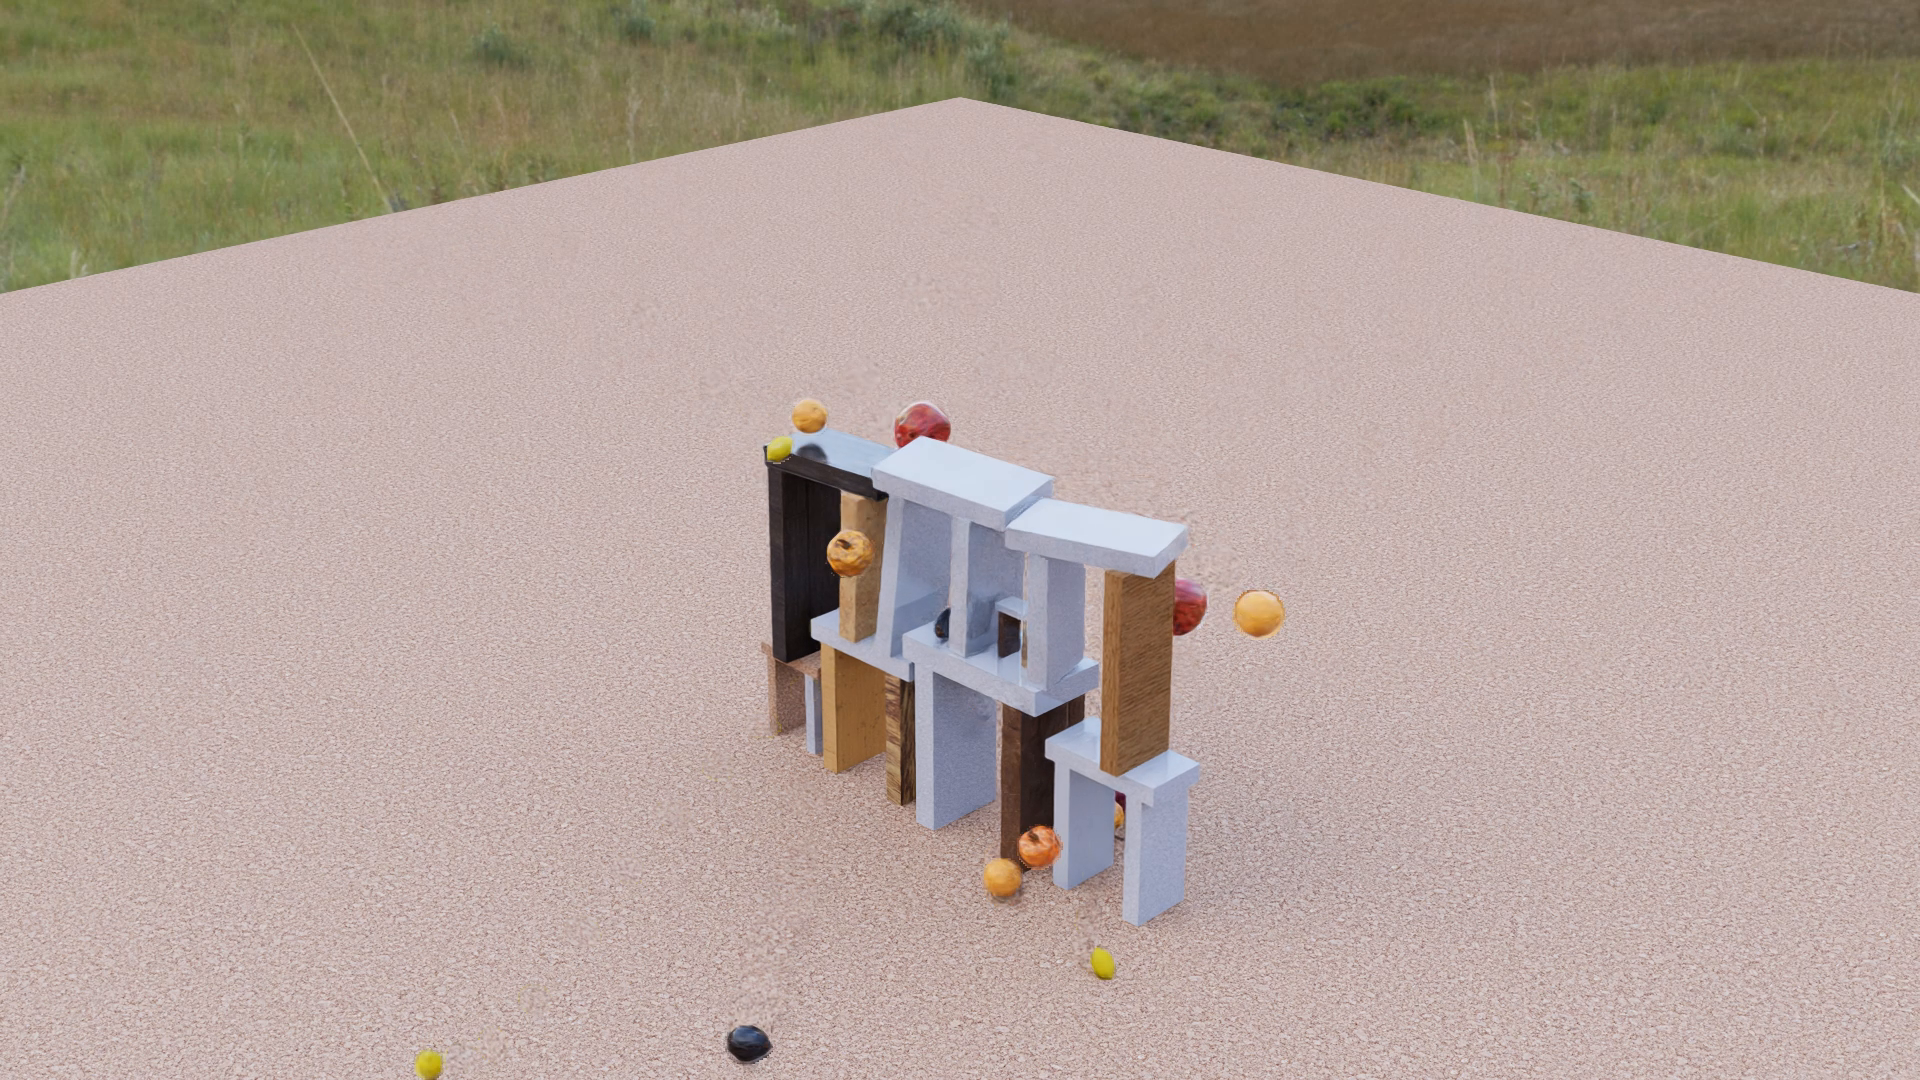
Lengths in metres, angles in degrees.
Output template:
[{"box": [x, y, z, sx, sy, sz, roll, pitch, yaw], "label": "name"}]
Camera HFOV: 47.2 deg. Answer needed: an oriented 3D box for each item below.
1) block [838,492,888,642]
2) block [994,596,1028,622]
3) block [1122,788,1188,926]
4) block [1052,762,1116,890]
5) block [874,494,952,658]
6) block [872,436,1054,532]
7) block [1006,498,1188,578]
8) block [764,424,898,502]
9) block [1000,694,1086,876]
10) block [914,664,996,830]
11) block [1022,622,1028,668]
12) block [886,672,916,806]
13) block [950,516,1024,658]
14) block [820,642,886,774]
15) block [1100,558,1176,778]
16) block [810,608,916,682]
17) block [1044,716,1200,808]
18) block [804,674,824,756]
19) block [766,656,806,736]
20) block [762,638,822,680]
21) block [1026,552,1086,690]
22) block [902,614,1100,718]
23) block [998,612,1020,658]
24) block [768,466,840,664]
[{"box": [-0.171, 0.037, 4.421, 0.044, 0.311, 0.156, 22, 31, 36], "label": "block"}, {"box": [0.116, 0.132, 4.151, 0.047, 0.013, 0.095, -21, 31, -41], "label": "block"}, {"box": [0.362, 0.571, 4.075, 0.132, 0.265, 0.037, -22, 31, -40], "label": "block"}, {"box": [0.238, 0.523, 4.190, 0.132, 0.265, 0.037, -22, 31, -40], "label": "block"}, {"box": [-0.082, 0.037, 4.329, 0.154, 0.381, 0.044, -22, 39, -41], "label": "block"}, {"box": [0.004, -0.107, 4.100, 0.308, 0.044, 0.154, 19, 37, 32], "label": "block"}, {"box": [0.244, -0.006, 3.931, 0.291, 0.041, 0.145, 12, 28, 26], "label": "block"}, {"box": [-0.228, -0.157, 4.420, 0.311, 0.044, 0.156, 18, 29, 37], "label": "block"}, {"box": [0.160, 0.452, 4.242, 0.178, 0.355, 0.050, -21, 31, -40], "label": "block"}, {"box": [-0.007, 0.386, 4.396, 0.050, 0.356, 0.178, 21, 31, 41], "label": "block"}, {"box": [0.138, 0.190, 4.151, 0.047, 0.094, 0.013, -21, 31, -41], "label": "block"}, {"box": [-0.083, 0.383, 4.486, 0.146, 0.292, 0.041, -21, 31, -41], "label": "block"}, {"box": [0.053, 0.060, 4.161, 0.154, 0.308, 0.044, -28, 44, -36], "label": "block"}, {"box": [-0.221, 0.329, 4.612, 0.146, 0.292, 0.041, -21, 31, -41], "label": "block"}, {"box": [0.319, 0.222, 3.959, 0.041, 0.394, 0.145, 21, 31, 40], "label": "block"}, {"box": [-0.152, 0.203, 4.484, 0.146, 0.041, 0.292, -21, 31, -41], "label": "block"}, {"box": [0.299, 0.408, 4.073, 0.265, 0.037, 0.132, 21, 31, 41], "label": "block"}, {"box": [-0.285, 0.357, 4.684, 0.092, 0.185, 0.026, -21, 31, -41], "label": "block"}, {"box": [-0.371, 0.323, 4.764, 0.092, 0.184, 0.026, -21, 31, -41], "label": "block"}, {"box": [-0.328, 0.243, 4.683, 0.092, 0.026, 0.184, -21, 31, -40], "label": "block"}, {"box": [0.179, 0.117, 4.066, 0.041, 0.291, 0.145, 14, 29, 28], "label": "block"}, {"box": [0.076, 0.232, 4.240, 0.178, 0.050, 0.355, -21, 31, -41], "label": "block"}, {"box": [0.094, 0.173, 4.192, 0.047, 0.094, 0.013, -21, 31, -41], "label": "block"}, {"box": [-0.322, 0.033, 4.588, 0.156, 0.434, 0.044, -21, 31, -40], "label": "block"}]
